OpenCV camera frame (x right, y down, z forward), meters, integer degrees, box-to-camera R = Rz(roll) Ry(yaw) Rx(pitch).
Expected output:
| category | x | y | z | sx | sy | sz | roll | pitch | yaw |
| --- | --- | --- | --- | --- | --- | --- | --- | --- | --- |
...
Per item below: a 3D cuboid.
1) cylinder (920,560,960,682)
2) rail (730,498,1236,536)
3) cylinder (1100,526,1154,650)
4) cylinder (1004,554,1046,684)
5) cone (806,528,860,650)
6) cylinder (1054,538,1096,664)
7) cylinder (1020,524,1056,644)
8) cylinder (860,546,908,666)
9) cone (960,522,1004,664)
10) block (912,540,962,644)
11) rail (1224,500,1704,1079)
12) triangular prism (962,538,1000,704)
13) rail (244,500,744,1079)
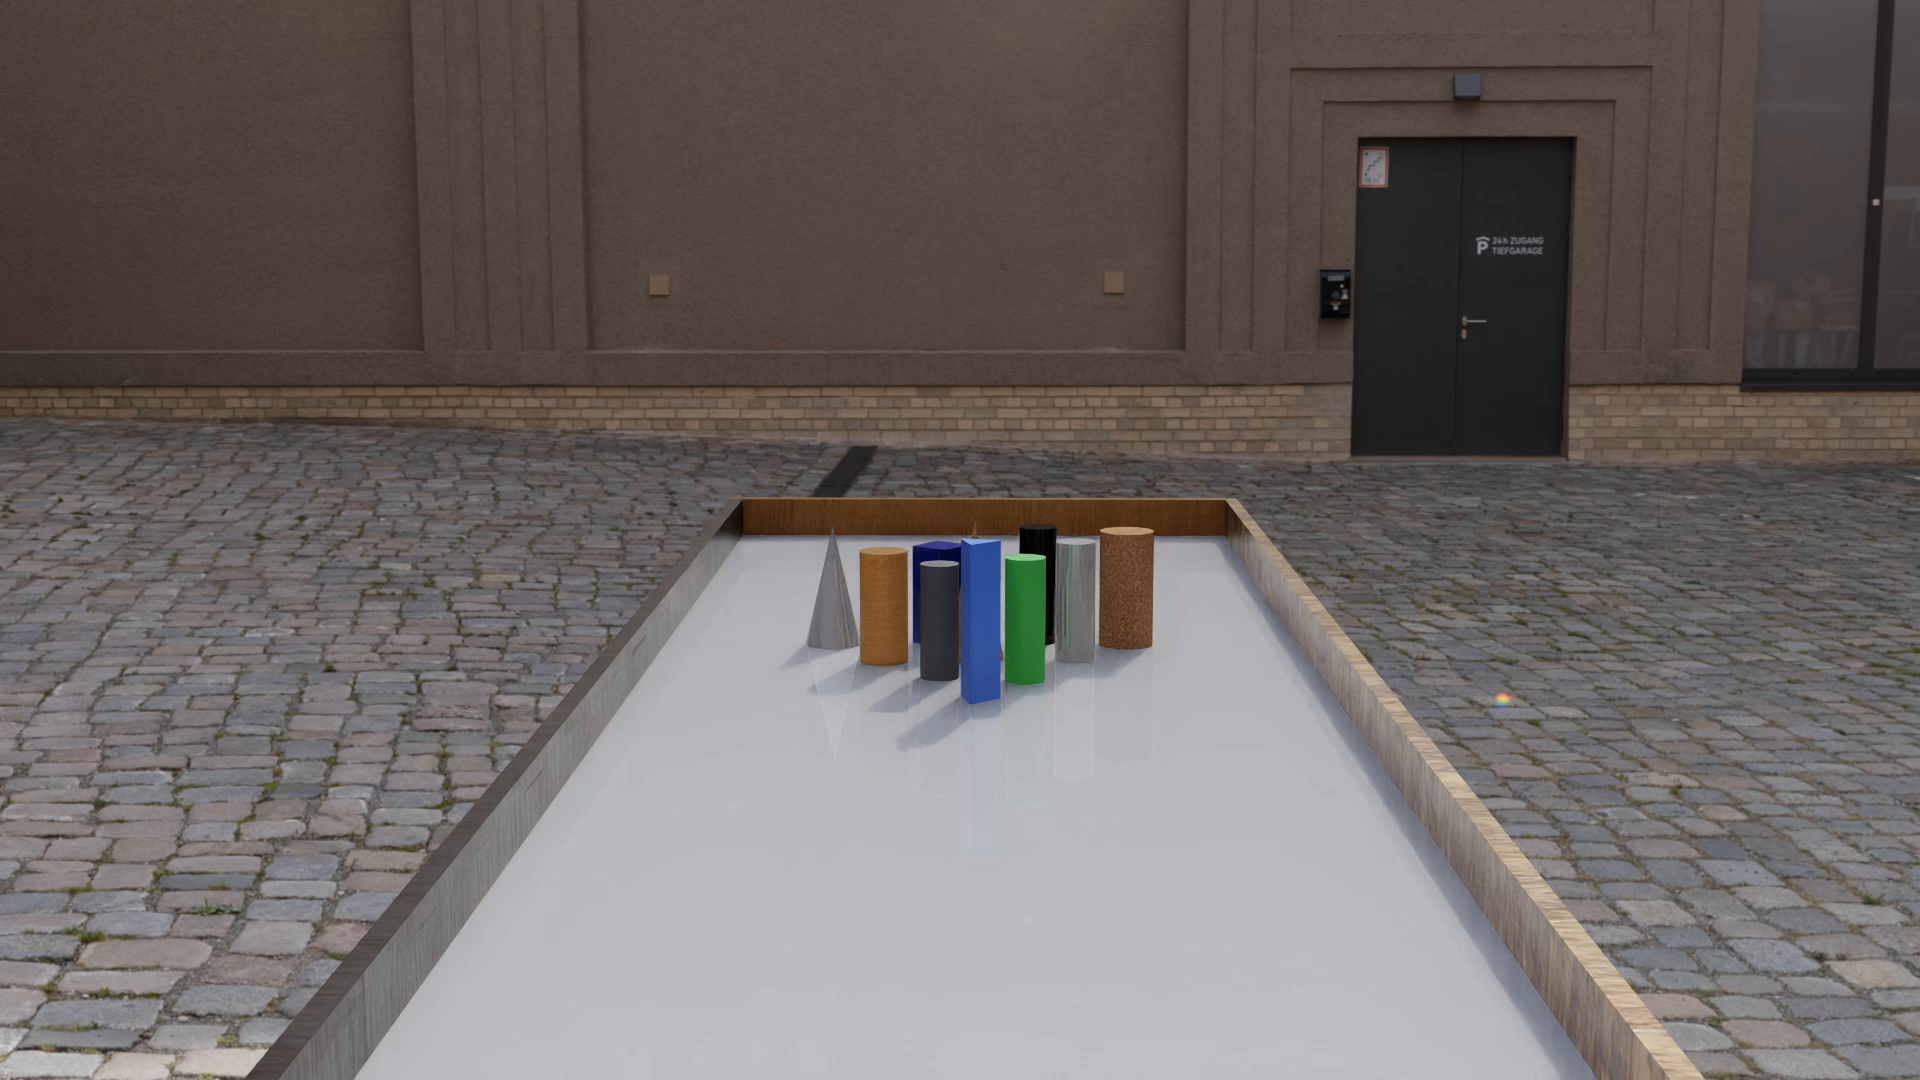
| category | x | y | z | sx | sy | sz | roll | pitch | yaw |
| --- | --- | --- | --- | --- | --- | --- | --- | --- | --- |
| cylinder | -0.060 | 0.236 | 6.440 | 0.114 | 0.338 | 0.114 | 0 | 9 | 0 |
| rail | 0.099 | -0.098 | 9.147 | 2.100 | 0.150 | 0.050 | 0 | 9 | 1 |
| cylinder | 0.523 | 0.150 | 6.910 | 0.169 | 0.361 | 0.169 | 0 | 9 | 0 |
| cylinder | 0.190 | 0.230 | 6.399 | 0.118 | 0.363 | 0.118 | 0 | 9 | 0 |
| cone | -0.399 | 0.142 | 6.915 | 0.177 | 0.375 | 0.177 | 0 | 9 | 0 |
| cylinder | 0.350 | 0.184 | 6.683 | 0.122 | 0.364 | 0.122 | 0 | 9 | 0 |
| cylinder | 0.245 | 0.140 | 6.947 | 0.118 | 0.369 | 0.118 | 0 | 9 | 0 |
| cylinder | -0.231 | 0.200 | 6.660 | 0.146 | 0.340 | 0.146 | 0 | 9 | 0 |
| cone | 0.044 | 0.151 | 6.698 | 0.178 | 0.425 | 0.178 | 0 | 9 | 0 |
| block | -0.058 | 0.169 | 6.956 | 0.131 | 0.309 | 0.131 | 6 | 11 | 35 |
| rail | 1.046 | 0.843 | 3.208 | 0.050 | 0.150 | 12.000 | 0 | 9 | 1 |
| triangular prism | 0.039 | 0.224 | 6.161 | 0.113 | 0.450 | 0.098 | -8 | 12 | -43 |
| rail | -1.004 | 0.839 | 3.234 | 0.050 | 0.150 | 12.000 | 0 | 9 | 1 |
